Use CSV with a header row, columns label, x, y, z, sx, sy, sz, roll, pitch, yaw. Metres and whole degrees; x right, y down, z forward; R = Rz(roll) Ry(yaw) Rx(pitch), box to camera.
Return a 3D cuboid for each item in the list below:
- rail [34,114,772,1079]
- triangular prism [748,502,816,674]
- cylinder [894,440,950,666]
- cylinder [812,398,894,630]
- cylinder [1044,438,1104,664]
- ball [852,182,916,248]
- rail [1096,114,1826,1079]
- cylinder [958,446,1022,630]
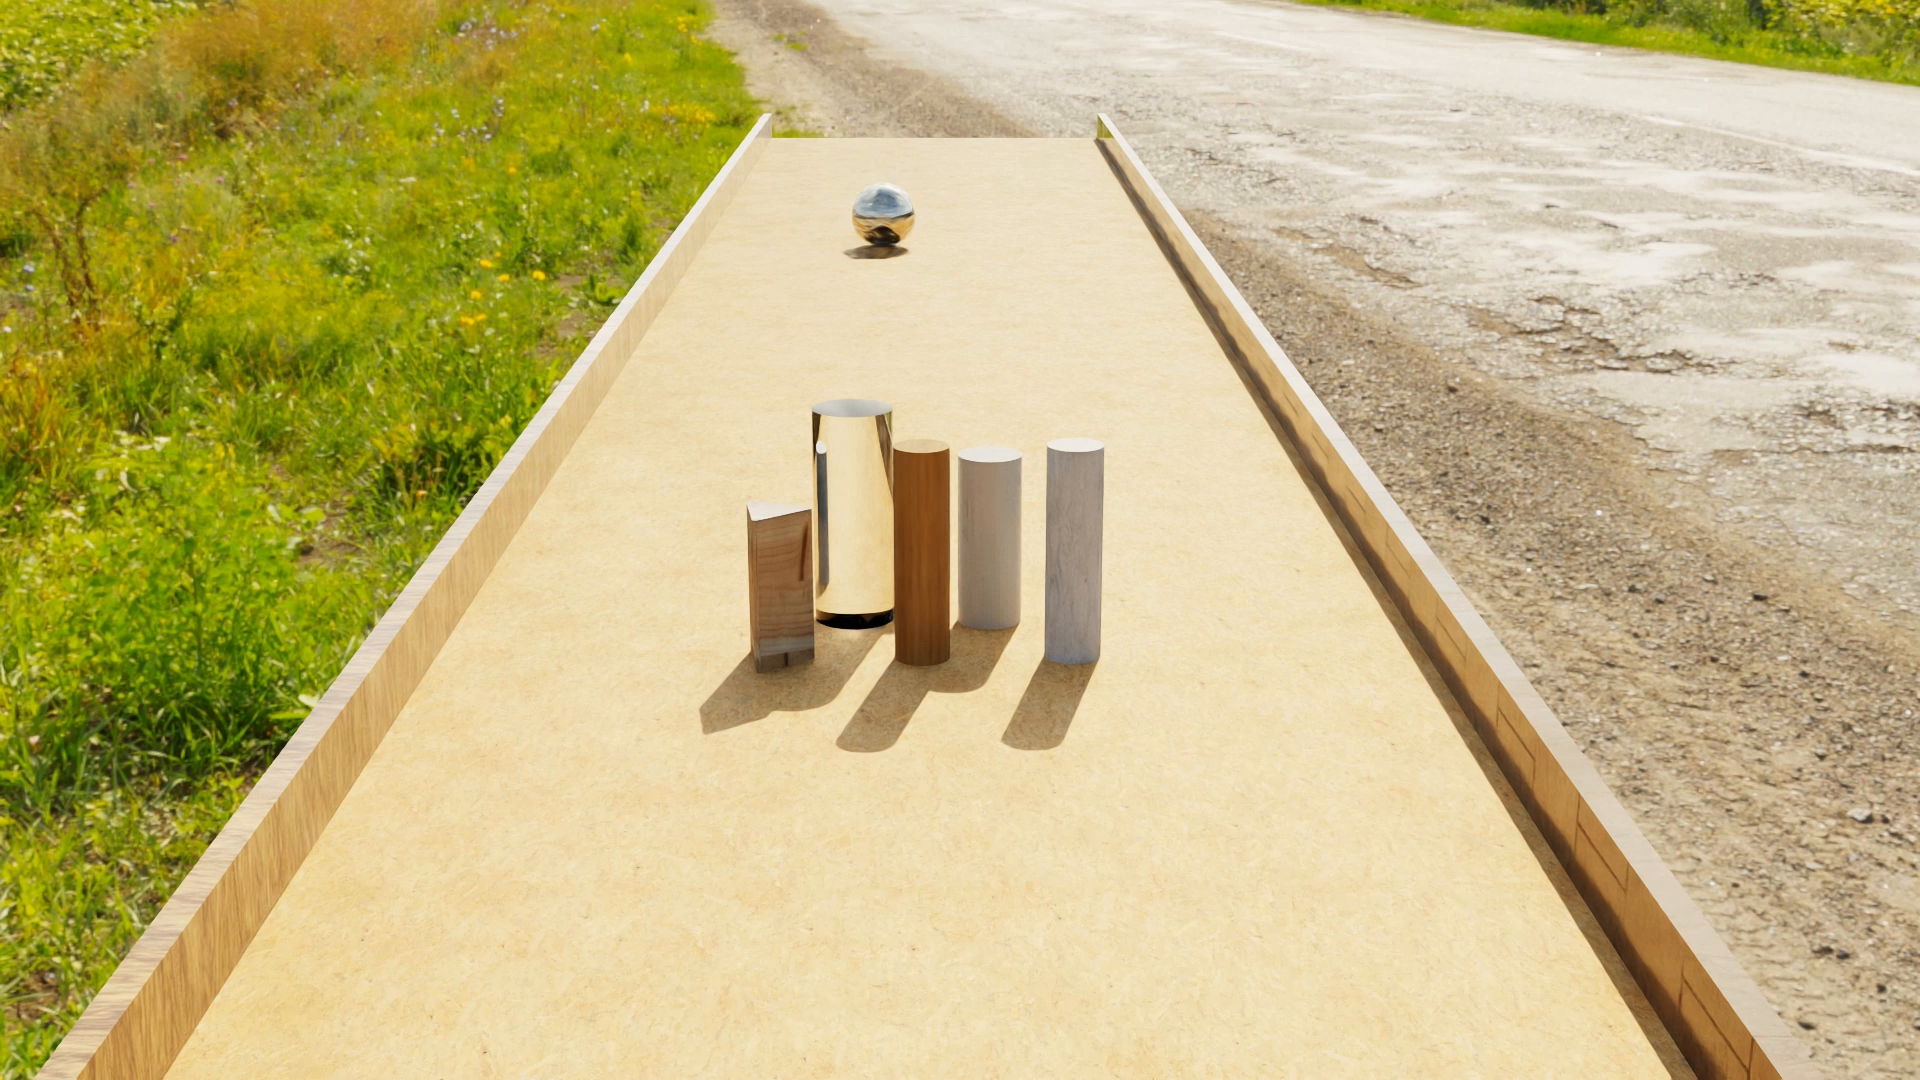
label,x,y,z,sx,sy,sz,roll,pitch,yaw
rail,-1.118,-0.838,7.780,0.050,0.150,12.000,0,17,-1
triangular prism,-0.384,0.087,4.385,0.140,0.314,0.121,-14,21,-38
cylinder,-0.076,0.026,4.372,0.111,0.438,0.111,0,17,0
cylinder,-0.223,-0.055,4.613,0.169,0.455,0.169,0,17,0
cylinder,0.227,0.022,4.384,0.114,0.438,0.114,0,17,0
ball,-0.327,-1.394,9.435,0.274,0.274,0.274,0,17,0
rail,0.932,-0.844,7.801,0.050,0.150,12.000,0,17,-1
cylinder,0.063,-0.005,4.608,0.135,0.362,0.135,0,17,0
